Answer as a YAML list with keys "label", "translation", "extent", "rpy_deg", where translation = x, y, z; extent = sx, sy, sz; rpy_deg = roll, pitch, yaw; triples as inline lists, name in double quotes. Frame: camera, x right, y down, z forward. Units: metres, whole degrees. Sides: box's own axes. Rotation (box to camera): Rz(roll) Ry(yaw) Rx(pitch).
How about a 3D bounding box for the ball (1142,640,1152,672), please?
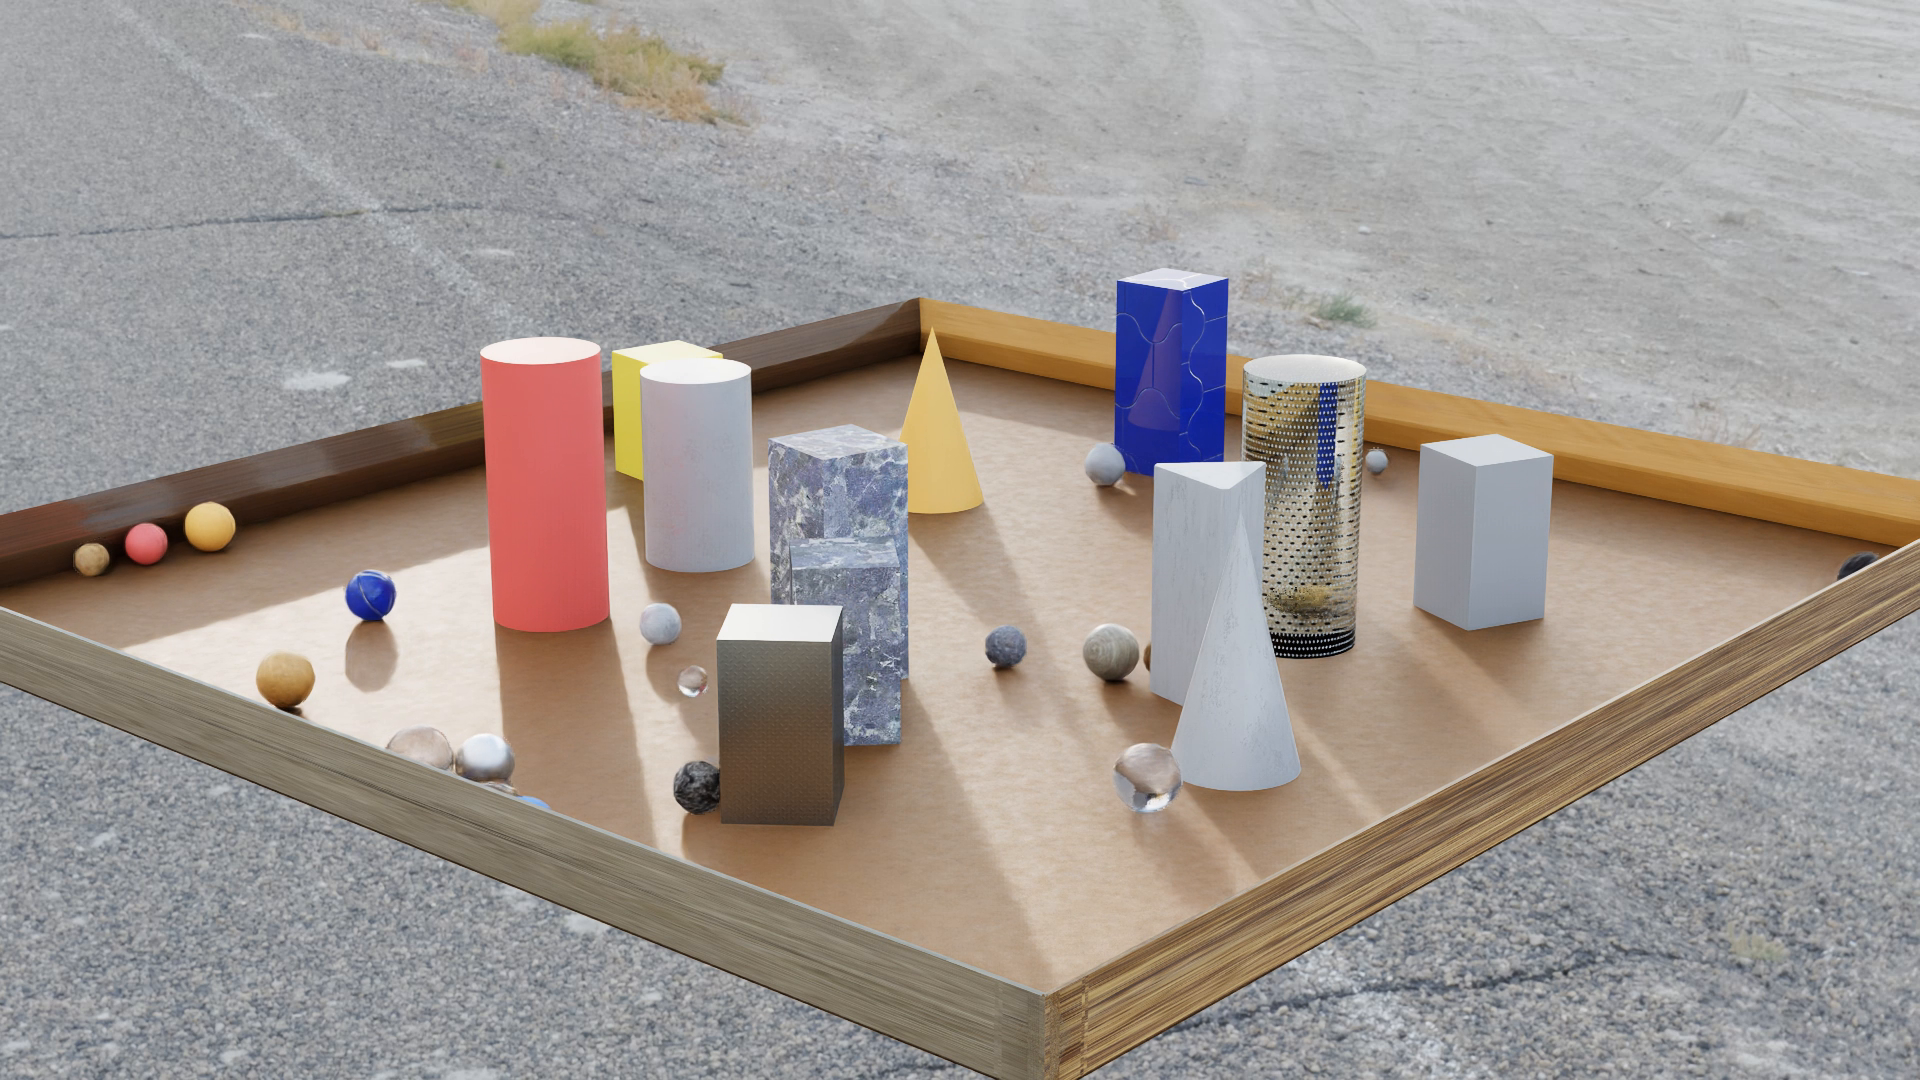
- label: "ball"
  translation: [0.328, 0.189, 4.709]
  extent: [0.068, 0.068, 0.068]
  rpy_deg: [0, 17, 0]

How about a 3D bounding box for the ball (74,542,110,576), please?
- label: "ball"
  translation: [-1.550, 0.034, 5.237]
  extent: [0.060, 0.060, 0.060]
  rpy_deg: [0, 17, 0]

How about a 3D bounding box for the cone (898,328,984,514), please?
- label: "cone"
  translation: [-0.053, -0.245, 5.669]
  extent: [0.199, 0.345, 0.199]
  rpy_deg: [0, 17, 0]

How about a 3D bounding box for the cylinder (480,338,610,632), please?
- label: "cylinder"
  translation: [-0.701, -0.095, 4.968]
  extent: [0.199, 0.463, 0.199]
  rpy_deg: [0, 17, 0]

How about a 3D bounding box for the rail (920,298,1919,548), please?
- label: "rail"
  translation: [0.873, -0.258, 6.083]
  extent: [2.608, 0.129, 0.045]
  rpy_deg: [14, 22, 39]

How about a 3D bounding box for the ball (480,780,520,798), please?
- label: "ball"
  translation: [-0.646, 0.374, 4.075]
  extent: [0.079, 0.079, 0.079]
  rpy_deg: [0, 17, 0]

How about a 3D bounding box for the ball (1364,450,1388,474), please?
- label: "ball"
  translation: [0.837, -0.158, 5.898]
  extent: [0.046, 0.046, 0.046]
  rpy_deg: [0, 17, 0]

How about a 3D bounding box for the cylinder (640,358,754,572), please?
- label: "cylinder"
  translation: [-0.474, -0.137, 5.306]
  extent: [0.199, 0.348, 0.199]
  rpy_deg: [0, 17, 0]

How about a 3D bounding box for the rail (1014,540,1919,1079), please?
- label: "rail"
  translation: [0.967, 0.274, 4.316]
  extent: [0.045, 0.129, 2.711]
  rpy_deg: [14, 22, 39]

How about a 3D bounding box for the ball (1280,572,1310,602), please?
- label: "ball"
  translation: [0.581, 0.082, 5.091]
  extent: [0.053, 0.053, 0.053]
  rpy_deg: [0, 17, 0]

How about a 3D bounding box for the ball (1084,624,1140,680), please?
- label: "ball"
  translation: [0.243, 0.179, 4.702]
  extent: [0.091, 0.091, 0.091]
  rpy_deg: [0, 17, 0]

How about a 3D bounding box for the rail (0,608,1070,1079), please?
- label: "rail"
  translation: [-0.873, 0.322, 4.157]
  extent: [2.608, 0.129, 0.045]
  rpy_deg: [14, 22, 39]

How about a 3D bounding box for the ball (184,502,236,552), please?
- label: "ball"
  translation: [-1.376, -0.024, 5.378]
  extent: [0.091, 0.091, 0.091]
  rpy_deg: [0, 17, 0]

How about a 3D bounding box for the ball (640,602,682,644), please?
- label: "ball"
  translation: [-0.498, 0.139, 4.873]
  extent: [0.070, 0.070, 0.070]
  rpy_deg: [0, 17, 0]

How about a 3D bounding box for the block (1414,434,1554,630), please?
- label: "block"
  translation: [0.892, -0.015, 5.006]
  extent: [0.159, 0.288, 0.159]
  rpy_deg: [-8, 19, -25]

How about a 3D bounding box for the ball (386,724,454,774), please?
- label: "ball"
  translation: [-0.781, 0.316, 4.233]
  extent: [0.099, 0.099, 0.099]
  rpy_deg: [0, 17, 0]

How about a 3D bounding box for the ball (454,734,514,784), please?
- label: "ball"
  translation: [-0.688, 0.322, 4.239]
  extent: [0.084, 0.084, 0.084]
  rpy_deg: [0, 17, 0]

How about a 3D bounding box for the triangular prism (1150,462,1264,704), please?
- label: "triangular prism"
  translation: [0.413, 0.069, 4.581]
  extent: [0.149, 0.372, 0.172]
  rpy_deg: [-11, 20, -33]

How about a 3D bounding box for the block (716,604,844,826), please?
- label: "block"
  translation: [-0.252, 0.247, 4.160]
  extent: [0.159, 0.274, 0.159]
  rpy_deg: [1, 17, 3]

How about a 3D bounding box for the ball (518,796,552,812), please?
- label: "ball"
  translation: [-0.593, 0.392, 4.006]
  extent: [0.084, 0.084, 0.084]
  rpy_deg: [0, 17, 0]

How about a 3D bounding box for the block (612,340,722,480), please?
- label: "block"
  translation: [-0.584, -0.255, 5.875]
  extent: [0.159, 0.246, 0.159]
  rpy_deg: [-13, 21, -37]

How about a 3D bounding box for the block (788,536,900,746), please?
- label: "block"
  translation: [-0.176, 0.153, 4.460]
  extent: [0.159, 0.280, 0.159]
  rpy_deg: [-1, 17, -5]

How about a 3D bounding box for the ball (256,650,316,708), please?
- label: "ball"
  translation: [-1.054, 0.217, 4.579]
  extent: [0.091, 0.091, 0.091]
  rpy_deg: [0, 17, 0]

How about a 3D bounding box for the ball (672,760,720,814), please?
- label: "ball"
  translation: [-0.371, 0.350, 4.163]
  extent: [0.074, 0.074, 0.074]
  rpy_deg: [0, 17, 0]

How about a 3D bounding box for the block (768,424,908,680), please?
- label: "block"
  translation: [-0.193, 0.030, 4.681]
  extent: [0.159, 0.388, 0.159]
  rpy_deg: [-12, 20, -34]

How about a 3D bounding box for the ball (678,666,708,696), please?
- label: "ball"
  translation: [-0.421, 0.223, 4.630]
  extent: [0.049, 0.049, 0.049]
  rpy_deg: [0, 17, 0]

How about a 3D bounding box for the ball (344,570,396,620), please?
- label: "ball"
  translation: [-1.004, 0.093, 4.995]
  extent: [0.086, 0.086, 0.086]
  rpy_deg: [0, 17, 0]

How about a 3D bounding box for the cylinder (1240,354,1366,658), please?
- label: "cylinder"
  translation: [0.561, -0.056, 4.835]
  extent: [0.199, 0.465, 0.199]
  rpy_deg: [0, 17, 0]

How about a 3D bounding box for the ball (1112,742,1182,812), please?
- label: "ball"
  translation: [0.266, 0.337, 4.166]
  extent: [0.098, 0.098, 0.098]
  rpy_deg: [0, 17, 0]

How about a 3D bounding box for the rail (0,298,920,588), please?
- label: "rail"
  translation: [-0.967, -0.210, 5.924]
  extent: [0.045, 0.129, 2.711]
  rpy_deg: [14, 22, 39]

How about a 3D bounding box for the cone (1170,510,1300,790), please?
- label: "cone"
  translation: [0.406, 0.146, 4.287]
  extent: [0.199, 0.395, 0.199]
  rpy_deg: [0, 17, 0]

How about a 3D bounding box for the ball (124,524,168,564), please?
- label: "ball"
  translation: [-1.471, 0.007, 5.301]
  extent: [0.075, 0.075, 0.075]
  rpy_deg: [0, 17, 0]

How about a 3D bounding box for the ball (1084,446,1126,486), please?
- label: "ball"
  translation: [0.286, -0.147, 5.804]
  extent: [0.081, 0.081, 0.081]
  rpy_deg: [0, 17, 0]

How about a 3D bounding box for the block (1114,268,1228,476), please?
- label: "block"
  translation: [0.423, -0.334, 5.890]
  extent: [0.159, 0.388, 0.159]
  rpy_deg: [13, 21, 37]

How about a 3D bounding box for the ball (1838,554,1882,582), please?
- label: "ball"
  translation: [1.567, 0.068, 5.076]
  extent: [0.089, 0.089, 0.089]
  rpy_deg: [0, 17, 0]

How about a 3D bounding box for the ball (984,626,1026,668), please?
- label: "ball"
  translation: [0.074, 0.173, 4.763]
  extent: [0.068, 0.068, 0.068]
  rpy_deg: [0, 17, 0]
